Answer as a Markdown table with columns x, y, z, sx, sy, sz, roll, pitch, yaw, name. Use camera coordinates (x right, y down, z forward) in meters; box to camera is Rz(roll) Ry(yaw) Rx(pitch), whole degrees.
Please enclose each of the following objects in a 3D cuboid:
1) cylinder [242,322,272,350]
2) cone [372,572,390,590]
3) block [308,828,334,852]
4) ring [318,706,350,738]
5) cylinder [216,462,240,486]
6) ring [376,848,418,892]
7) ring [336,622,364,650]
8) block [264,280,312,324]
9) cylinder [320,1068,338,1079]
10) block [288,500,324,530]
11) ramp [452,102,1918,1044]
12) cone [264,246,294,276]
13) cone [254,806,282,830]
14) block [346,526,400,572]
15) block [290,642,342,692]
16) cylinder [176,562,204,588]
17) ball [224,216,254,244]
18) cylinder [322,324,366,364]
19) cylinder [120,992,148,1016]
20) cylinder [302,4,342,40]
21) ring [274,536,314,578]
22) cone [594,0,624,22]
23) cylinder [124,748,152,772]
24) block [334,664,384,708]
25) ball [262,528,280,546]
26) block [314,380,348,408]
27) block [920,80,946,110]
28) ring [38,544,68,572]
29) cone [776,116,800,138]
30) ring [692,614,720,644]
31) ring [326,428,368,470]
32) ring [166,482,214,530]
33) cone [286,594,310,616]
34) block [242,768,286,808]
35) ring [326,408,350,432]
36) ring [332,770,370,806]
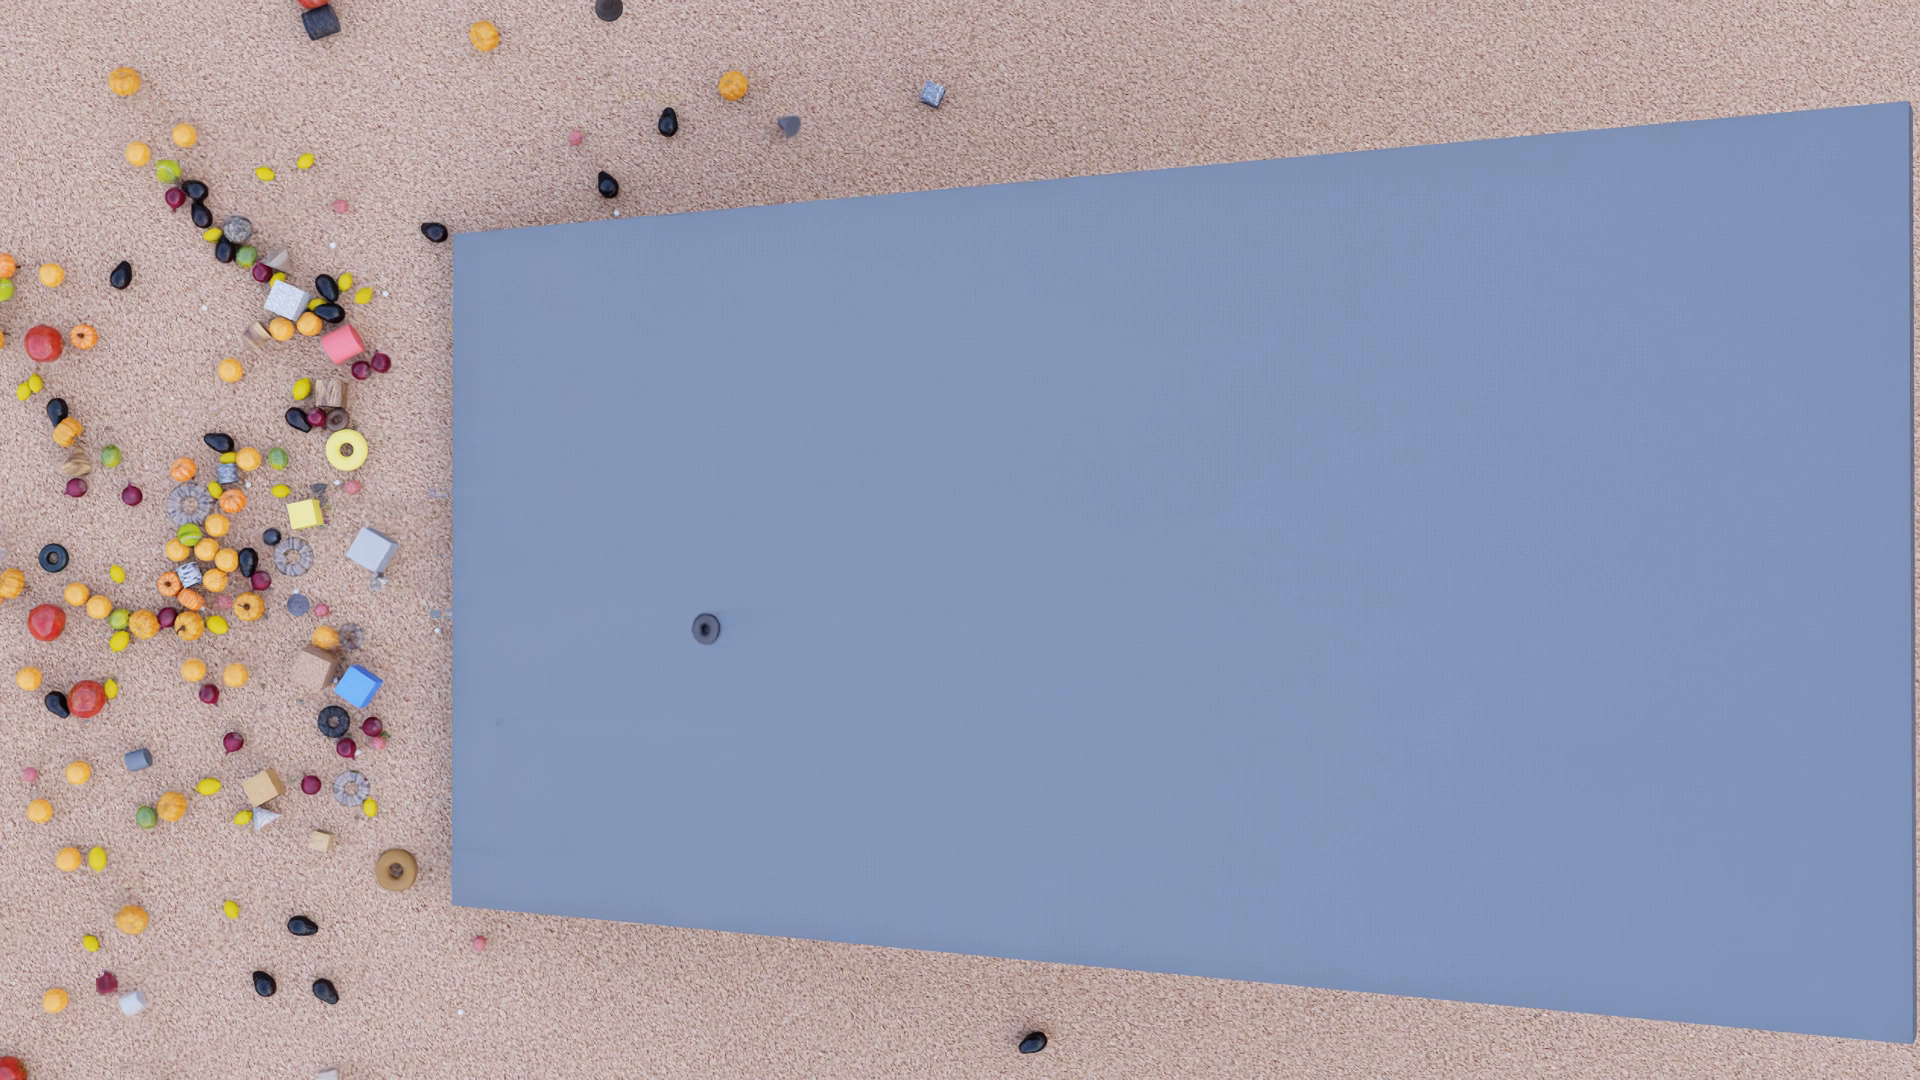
| x | y | z | sx | sy | sz | roll | pitch | yaw | name |
| --- | --- | --- | --- | --- | --- | --- | --- | --- | --- |
| -2.112 | -0.615 | 6.613 | 0.063 | 0.063 | 0.063 | -40 | 90 | 0 | cylinder |
| -1.757 | 0.109 | 6.624 | 0.057 | 0.057 | 0.057 | -34 | 63 | 0 | cone |
| -1.915 | 0.902 | 6.603 | 0.052 | 0.052 | 0.052 | 16 | 89 | 0 | block |
| -1.884 | 0.547 | 6.616 | 0.098 | 0.033 | 0.098 | 0 | 91 | -1 | ring |
| -2.201 | -0.199 | 6.612 | 0.055 | 0.055 | 0.055 | -19 | 106 | 0 | cylinder |
| -1.693 | 0.992 | 6.606 | 0.130 | 0.043 | 0.130 | 0 | 90 | 1 | ring |
| -1.835 | 0.291 | 6.621 | 0.083 | 0.028 | 0.083 | 0 | 91 | 0 | ring |
| -2.014 | -0.716 | 6.599 | 0.093 | 0.093 | 0.093 | 24 | 89 | 0 | block |
| -1.892 | 1.616 | 6.595 | 0.052 | 0.052 | 0.052 | -9 | 89 | 0 | cylinder |
| -1.965 | -0.077 | 6.601 | 0.075 | 0.075 | 0.075 | -12 | 89 | 0 | block |
| 0.276 | 0.077 | 5.649 | 4.000 | 0.100 | 2.000 | 0 | 89 | 28 | ramp |
| -2.035 | -0.827 | 6.627 | 0.087 | 0.087 | 0.087 | -39 | 116 | 0 | cone |
| -2.079 | 0.831 | 6.612 | 0.078 | 0.078 | 0.078 | -3 | 89 | -27 | cone |
| -1.758 | 0.029 | 6.588 | 0.100 | 0.100 | 0.100 | 31 | 89 | 0 | block |
| -1.925 | 0.380 | 6.575 | 0.099 | 0.099 | 0.099 | 24 | 101 | 0 | block |
| -2.312 | 0.106 | 6.606 | 0.062 | 0.062 | 0.062 | -25 | 89 | 0 | cylinder |
| -2.167 | -0.932 | 6.606 | 0.084 | 0.084 | 0.084 | 0 | 89 | 0 | ball |
| -1.851 | -0.588 | 6.598 | 0.093 | 0.093 | 0.093 | -28 | 89 | 0 | cylinder |
| -2.479 | 1.390 | 6.596 | 0.055 | 0.055 | 0.055 | -28 | 89 | 0 | cylinder |
| -1.920 | -1.556 | 6.611 | 0.087 | 0.087 | 0.087 | -20 | 89 | 0 | cylinder |
| -2.006 | 0.051 | 6.617 | 0.123 | 0.041 | 0.123 | 0 | 91 | 0 | ring |
| -1.062 | -1.612 | 6.611 | 0.086 | 0.086 | 0.086 | 0 | 89 | 0 | cone |
| -2.466 | 0.660 | 6.602 | 0.059 | 0.059 | 0.059 | -18 | 89 | 0 | cylinder |
| -1.801 | 0.438 | 6.588 | 0.091 | 0.091 | 0.091 | 34 | 90 | 0 | block |
| -2.070 | -0.008 | 6.611 | 0.054 | 0.054 | 0.054 | 0 | 89 | 0 | ball |
| -1.887 | -0.438 | 6.604 | 0.076 | 0.076 | 0.076 | 4 | 89 | 0 | block |
| -0.082 | -1.341 | 6.623 | 0.058 | 0.058 | 0.058 | 23 | 89 | 0 | block |
| -2.729 | 0.055 | 6.623 | 0.089 | 0.030 | 0.089 | 0 | 88 | 1 | ring |
| -0.530 | -1.257 | 6.636 | 0.067 | 0.067 | 0.067 | 29 | 89 | 27 | cone |
| -0.704 | 0.248 | 6.099 | 0.087 | 0.029 | 0.087 | 0 | 90 | 27 | ring |
| -1.846 | -0.271 | 6.620 | 0.127 | 0.042 | 0.127 | 0 | 90 | -1 | ring |
| -2.315 | -0.104 | 6.616 | 0.143 | 0.048 | 0.143 | 0 | 90 | -1 | ring |
| -1.997 | 0.196 | 6.602 | 0.068 | 0.068 | 0.068 | 0 | 89 | 0 | cone |
| -2.086 | 0.743 | 6.589 | 0.082 | 0.082 | 0.082 | -28 | 89 | 0 | block |
| -1.875 | -0.362 | 6.622 | 0.075 | 0.025 | 0.075 | -2 | 73 | 7 | ring |
| -1.830 | 0.747 | 6.612 | 0.113 | 0.038 | 0.113 | 0 | 90 | -1 | ring |
